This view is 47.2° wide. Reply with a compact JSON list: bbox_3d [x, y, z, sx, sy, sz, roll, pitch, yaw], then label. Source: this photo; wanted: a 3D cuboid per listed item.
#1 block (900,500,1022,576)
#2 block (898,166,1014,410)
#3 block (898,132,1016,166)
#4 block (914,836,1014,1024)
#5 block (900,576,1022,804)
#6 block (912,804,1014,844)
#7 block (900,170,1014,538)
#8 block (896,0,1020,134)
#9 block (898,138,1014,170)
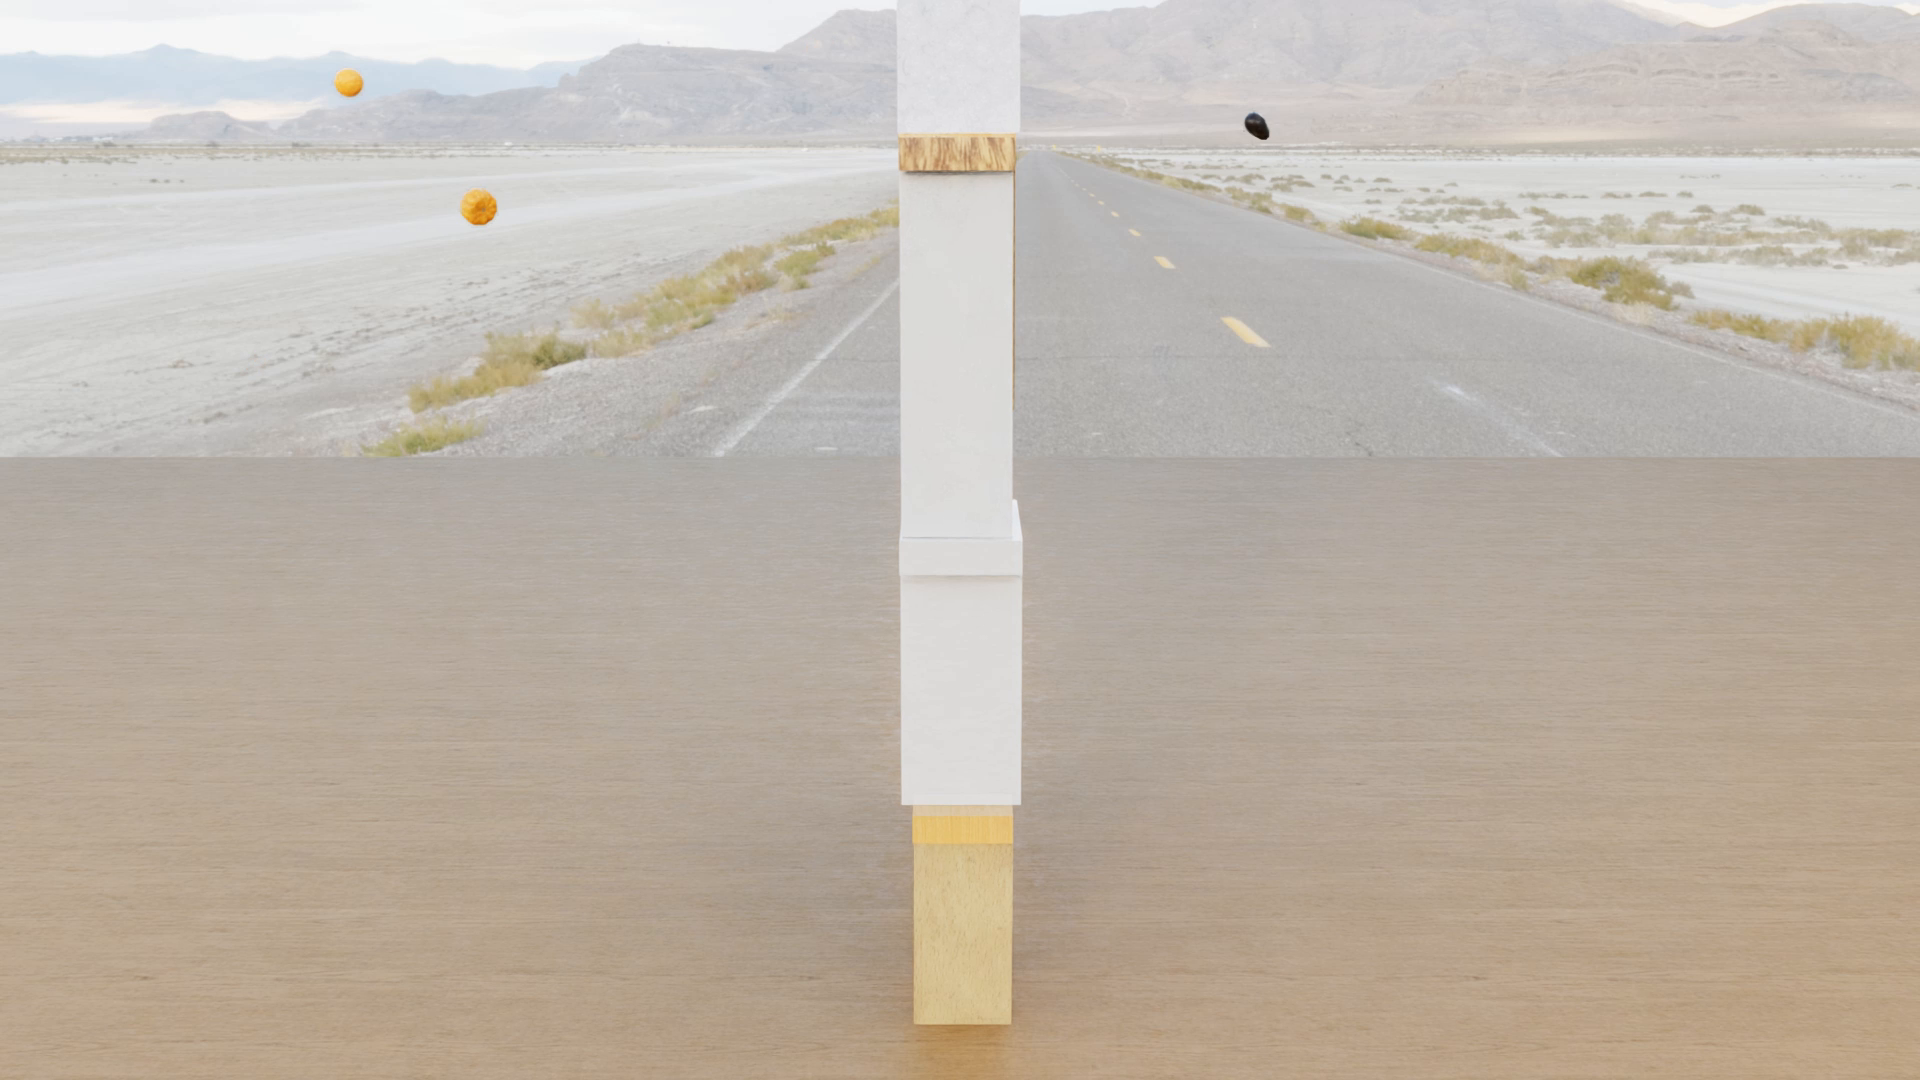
[{"bbox_3d":[0.002,-0.006,3.166,0.168,0.048,0.337,0,11,0],"label":"block"},{"bbox_3d":[-0.005,-0.376,3.291,0.171,0.360,0.048,0,10,0],"label":"block"},{"bbox_3d":[-0.006,-0.598,3.368,0.171,0.048,0.342,0,10,0],"label":"block"},{"bbox_3d":[0.004,0.549,3.125,0.139,0.278,0.039,0,11,0],"label":"block"},{"bbox_3d":[0.002,0.203,3.090,0.168,0.337,0.048,0,11,0],"label":"block"},{"bbox_3d":[0.004,0.376,3.188,0.139,0.039,0.278,0,11,0],"label":"block"},{"bbox_3d":[-0.005,-0.252,2.996,0.152,0.497,0.043,0,10,0],"label":"block"},{"bbox_3d":[-0.003,-0.780,3.227,0.180,0.360,0.051,0,10,0],"label":"block"},{"bbox_3d":[-0.004,-0.537,3.049,0.152,0.043,0.304,0,10,0],"label":"block"}]
